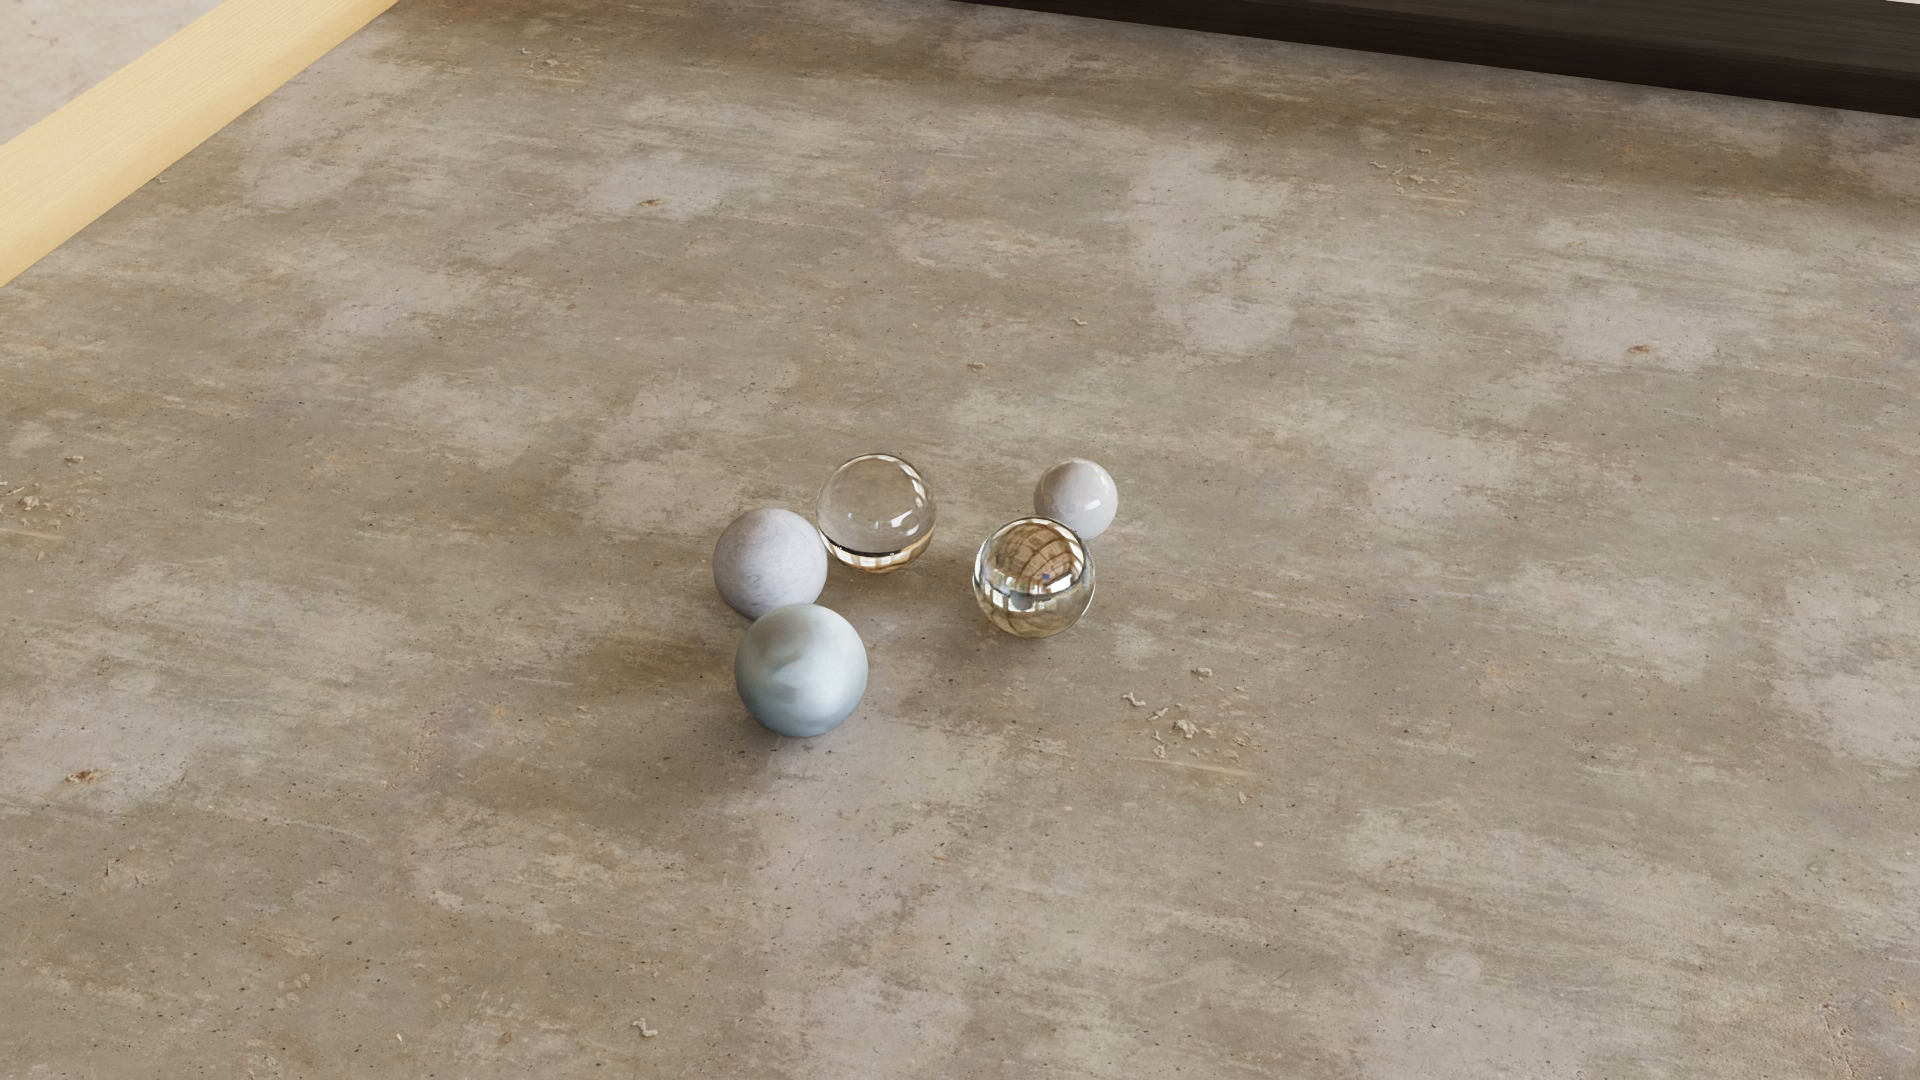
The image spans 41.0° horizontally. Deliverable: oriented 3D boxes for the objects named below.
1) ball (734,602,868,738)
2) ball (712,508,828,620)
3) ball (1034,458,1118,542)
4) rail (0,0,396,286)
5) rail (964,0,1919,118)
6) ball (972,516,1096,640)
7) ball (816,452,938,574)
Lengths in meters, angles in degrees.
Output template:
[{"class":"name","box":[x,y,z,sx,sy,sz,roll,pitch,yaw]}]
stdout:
[{"class":"ball","box":[-0.116,0.095,1.875,0.098,0.098,0.098,0,33,0]},{"class":"ball","box":[-0.148,0.019,1.998,0.090,0.090,0.090,0,33,0]},{"class":"ball","box":[0.095,-0.033,2.097,0.069,0.069,0.069,0,33,0]},{"class":"rail","box":[-0.972,-0.191,2.285,0.045,0.127,2.412,10,34,15]},{"class":"rail","box":[1.364,-0.450,2.684,4.189,0.127,0.045,10,34,15]},{"class":"ball","box":[0.057,0.029,1.979,0.095,0.095,0.095,0,33,0]},{"class":"ball","box":[-0.067,-0.021,2.053,0.098,0.098,0.098,0,33,0]}]
